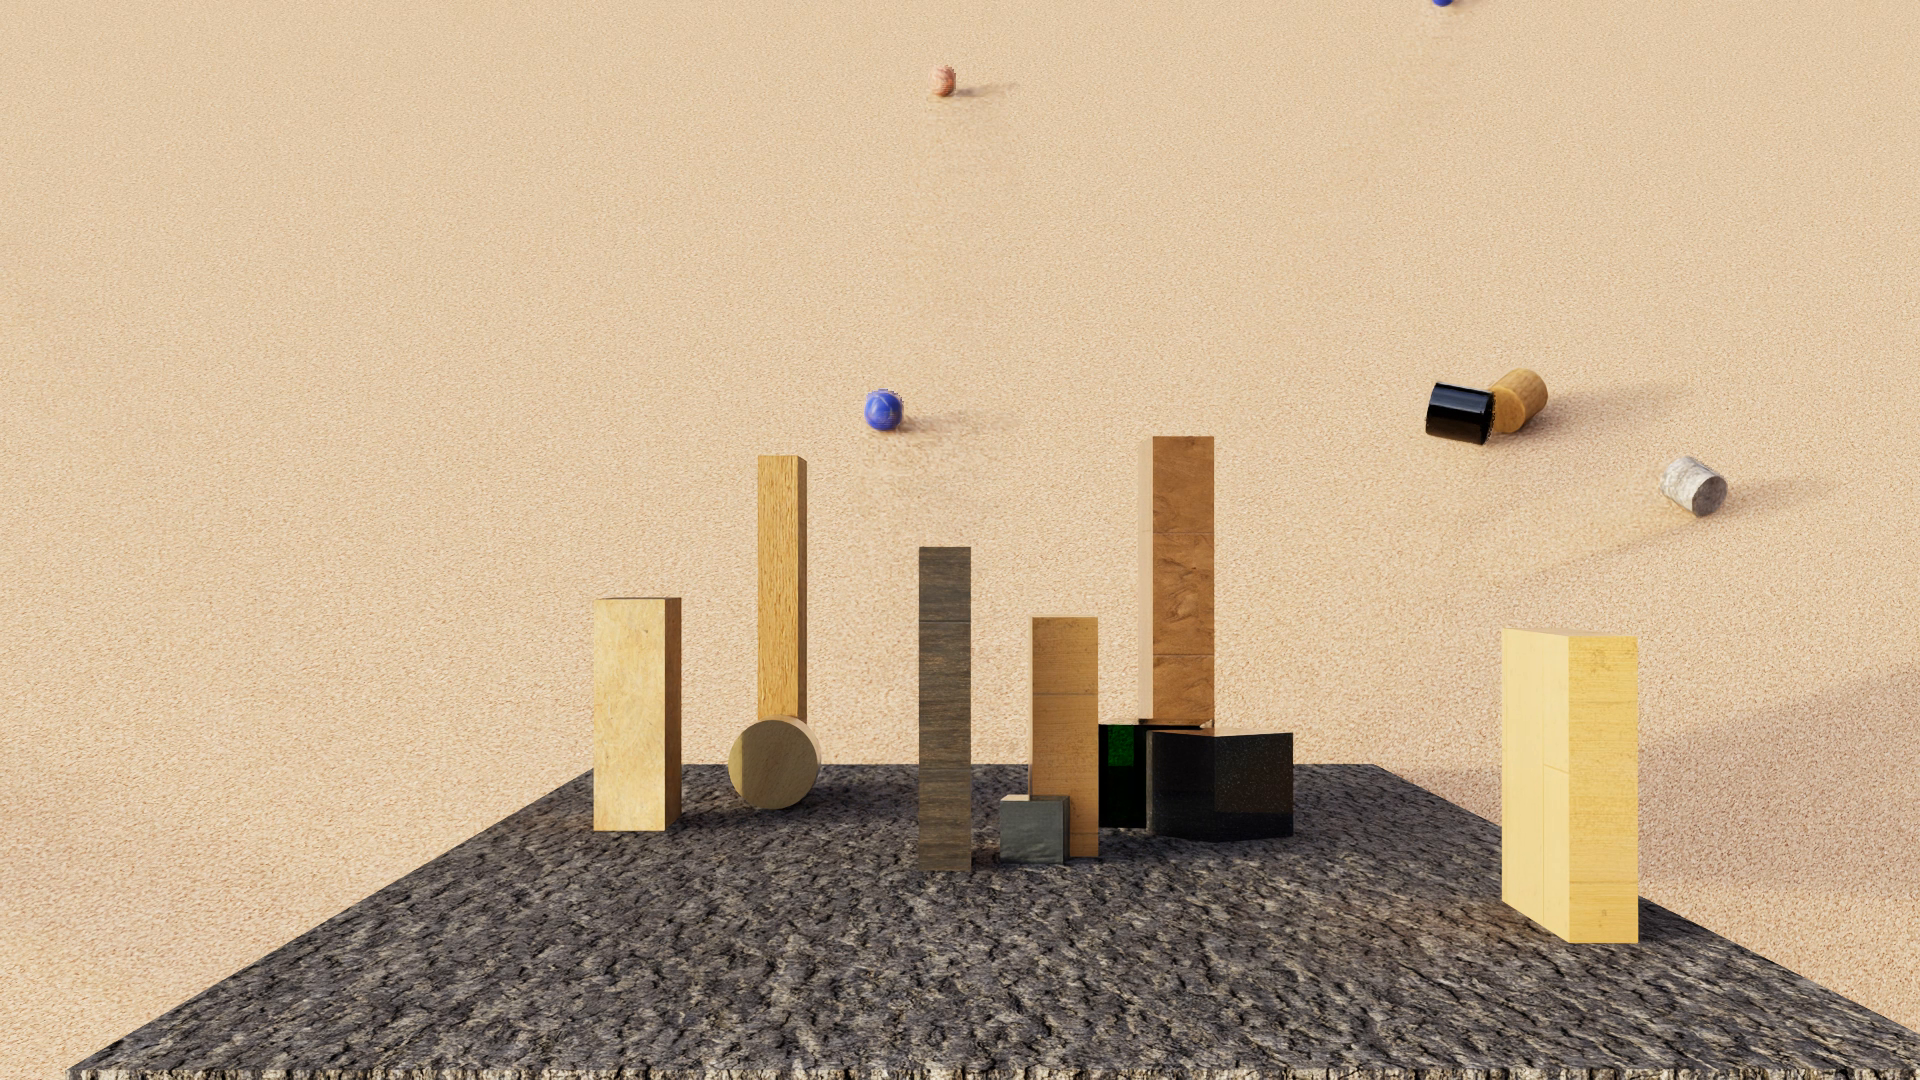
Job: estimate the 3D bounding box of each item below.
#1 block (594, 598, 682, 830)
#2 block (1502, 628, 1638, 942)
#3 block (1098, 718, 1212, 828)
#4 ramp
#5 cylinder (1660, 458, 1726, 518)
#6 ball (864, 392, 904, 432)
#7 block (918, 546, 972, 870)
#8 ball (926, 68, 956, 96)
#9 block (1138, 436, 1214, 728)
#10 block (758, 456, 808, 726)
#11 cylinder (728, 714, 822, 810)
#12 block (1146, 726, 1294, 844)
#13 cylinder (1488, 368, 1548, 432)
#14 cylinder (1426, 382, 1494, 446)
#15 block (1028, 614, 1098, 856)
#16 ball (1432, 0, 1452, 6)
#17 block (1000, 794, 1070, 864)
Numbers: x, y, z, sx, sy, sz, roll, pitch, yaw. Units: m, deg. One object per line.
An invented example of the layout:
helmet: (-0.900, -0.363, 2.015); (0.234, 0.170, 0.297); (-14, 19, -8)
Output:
block: (-0.646, 0.343, 5.215); (0.138, 0.451, 0.310); (0, 0, 0)
block: (0.888, 0.346, 3.797); (0.095, 0.423, 0.441); (0, 0, 0)
block: (0.392, 0.466, 5.191); (0.204, 0.204, 0.204); (0, 0, 12)
ramp: (0.069, 0.614, 4.690); (2.000, 0.100, 4.000); (0, 0, 0)
cylinder: (2.251, -0.163, 7.950); (0.138, 0.138, 0.138); (-16, 34, -24)
ball: (-0.248, -0.415, 8.378); (0.128, 0.128, 0.128); (0, 31, 0)
block: (-0.026, 0.288, 4.550); (0.089, 0.551, 0.283); (0, 0, 0)
ball: (-0.080, -1.929, 10.895); (0.119, 0.119, 0.119); (0, 31, 0)
block: (0.457, 0.179, 5.512); (0.126, 0.781, 0.431); (0, 0, 0)
block: (-0.399, 0.194, 5.836); (0.088, 0.757, 0.347); (0, 0, 0)
cylinder: (-0.396, 0.475, 5.565); (0.189, 0.189, 0.189); (0, 0, 0)
block: (0.498, 0.467, 4.967); (0.199, 0.199, 0.199); (0, 0, -36)
cylinder: (1.798, -0.454, 8.408); (0.162, 0.162, 0.162); (21, 37, 31)
cylinder: (1.605, -0.407, 8.317); (0.178, 0.178, 0.178); (12, 33, 19)
block: (0.187, 0.352, 4.746); (0.117, 0.426, 0.271); (0, 0, 0)
ball: (2.206, -2.497, 11.841); (0.113, 0.113, 0.113); (0, 31, 0)
block: (0.132, 0.508, 4.552); (0.110, 0.110, 0.110); (0, 0, 9)
